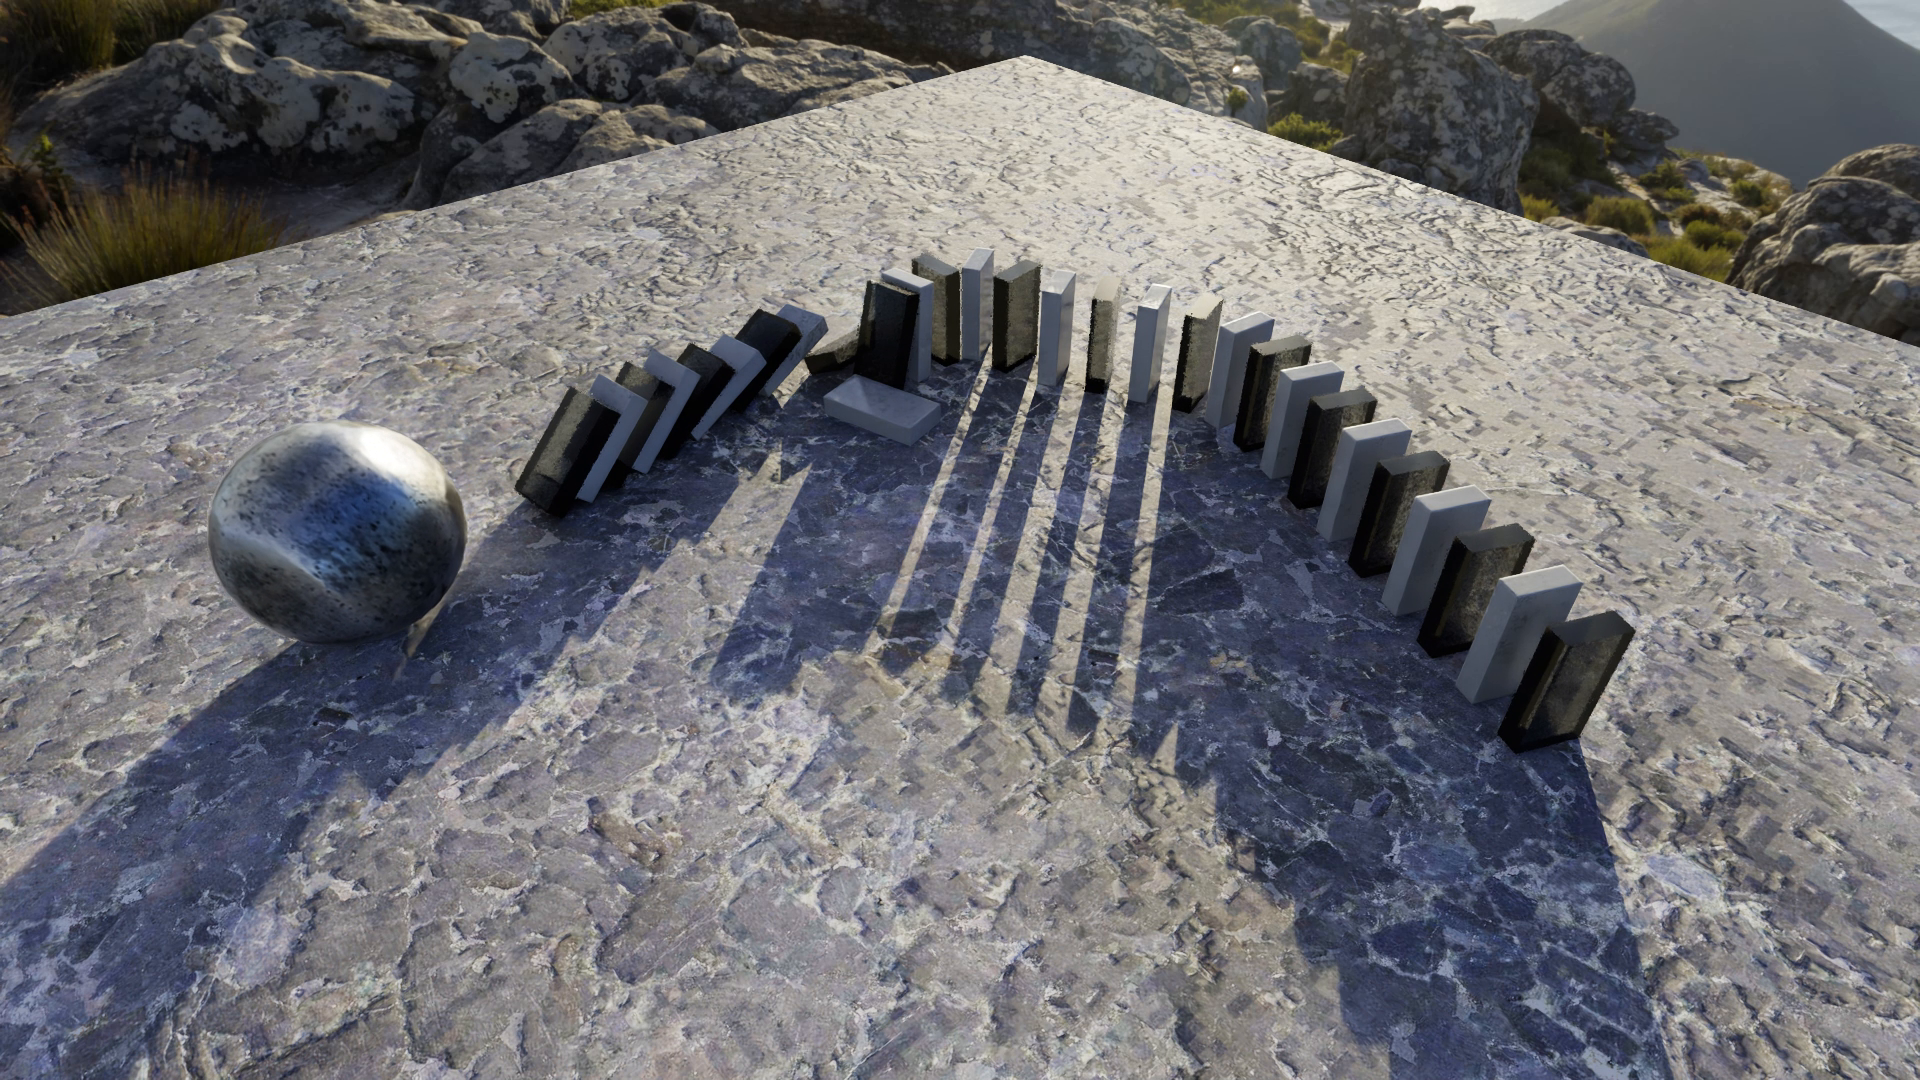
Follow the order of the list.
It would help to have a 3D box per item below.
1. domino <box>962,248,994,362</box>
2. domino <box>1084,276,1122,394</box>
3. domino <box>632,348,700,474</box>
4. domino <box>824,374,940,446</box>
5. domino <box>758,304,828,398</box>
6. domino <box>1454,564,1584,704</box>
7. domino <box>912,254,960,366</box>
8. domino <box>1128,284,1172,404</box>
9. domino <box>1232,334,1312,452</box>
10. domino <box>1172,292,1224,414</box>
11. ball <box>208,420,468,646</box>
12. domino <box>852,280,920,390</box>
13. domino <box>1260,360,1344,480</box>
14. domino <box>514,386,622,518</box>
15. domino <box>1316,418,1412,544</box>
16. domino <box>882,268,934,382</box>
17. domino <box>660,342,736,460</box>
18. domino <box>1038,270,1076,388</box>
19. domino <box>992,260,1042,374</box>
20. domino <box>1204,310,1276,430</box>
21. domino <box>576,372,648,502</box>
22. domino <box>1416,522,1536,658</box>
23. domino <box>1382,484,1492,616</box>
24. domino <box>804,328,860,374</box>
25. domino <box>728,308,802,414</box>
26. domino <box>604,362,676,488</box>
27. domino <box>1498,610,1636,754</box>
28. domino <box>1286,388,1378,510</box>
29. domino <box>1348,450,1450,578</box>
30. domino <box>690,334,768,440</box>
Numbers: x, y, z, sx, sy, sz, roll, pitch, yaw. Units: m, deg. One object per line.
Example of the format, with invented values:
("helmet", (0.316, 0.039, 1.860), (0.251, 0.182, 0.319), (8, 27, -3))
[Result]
("domino", (0.009, -0.119, 0.557), (0.009, 0.050, 0.025), (11, 41, 13))
("domino", (0.069, -0.099, 0.532), (0.009, 0.050, 0.025), (11, 40, 13))
("domino", (-0.138, -0.057, 0.489), (0.025, 0.009, 0.050), (29, 90, 31))
("domino", (-0.037, -0.062, 0.519), (0.050, 0.010, 0.025), (23, 44, 25))
("domino", (-0.091, -0.095, 0.548), (0.025, 0.010, 0.050), (23, 63, 26))
("domino", (0.188, 0.033, 0.372), (0.025, 0.050, 0.009), (-11, 40, -13))
("domino", (-0.012, -0.115, 0.552), (0.009, 0.050, 0.025), (-30, 48, -32))
("domino", (0.091, -0.094, 0.526), (0.010, 0.050, 0.025), (15, 42, 18))
("domino", (0.139, -0.065, 0.491), (0.025, 0.050, 0.010), (-15, 42, -17))
("domino", (0.112, -0.088, 0.519), (0.009, 0.050, 0.025), (20, 43, 23))
("ball", (-0.219, -0.003, 0.391), (0.080, 0.080, 0.080), (0, 39, 0))
("domino", (-0.036, -0.097, 0.530), (0.025, 0.050, 0.010), (26, 28, 28))
("domino", (0.147, -0.051, 0.474), (0.025, 0.050, 0.009), (-12, 41, -14))
("domino", (-0.166, -0.037, 0.464), (0.025, 0.010, 0.050), (29, 90, 31))
("domino", (0.161, -0.023, 0.440), (0.025, 0.050, 0.009), (-12, 41, -14))
("domino", (-0.026, -0.105, 0.539), (0.025, 0.050, 0.010), (28, 43, 29))
("domino", (-0.127, -0.063, 0.501), (0.025, 0.009, 0.050), (29, 80, 31))
("domino", (0.047, -0.103, 0.537), (0.010, 0.050, 0.025), (13, 41, 16))
("domino", (0.028, -0.111, 0.547), (0.010, 0.050, 0.025), (29, 47, 30))
("domino", (0.128, -0.078, 0.507), (0.025, 0.050, 0.009), (-23, 45, -26))
("domino", (-0.157, -0.044, 0.472), (0.025, 0.009, 0.050), (29, 90, 31))
("domino", (0.182, 0.019, 0.389), (0.025, 0.050, 0.010), (-11, 41, -13))
("domino", (0.175, 0.005, 0.406), (0.025, 0.050, 0.009), (-11, 41, -13))
("domino", (-0.052, -0.099, 0.556), (0.025, 0.010, 0.050), (1, 30, 47))
("domino", (-0.101, -0.087, 0.531), (0.025, 0.010, 0.050), (26, 71, 27))
("domino", (-0.147, -0.051, 0.480), (0.025, 0.010, 0.050), (29, 90, 31))
("domino", (0.195, 0.047, 0.355), (0.025, 0.050, 0.009), (-11, 40, -13))
("domino", (0.154, -0.037, 0.457), (0.025, 0.050, 0.009), (-11, 41, -14))
("domino", (0.168, -0.009, 0.423), (0.025, 0.050, 0.009), (-11, 41, -14))
("domino", (-0.117, -0.072, 0.515), (0.025, 0.010, 0.050), (29, 73, 31))
